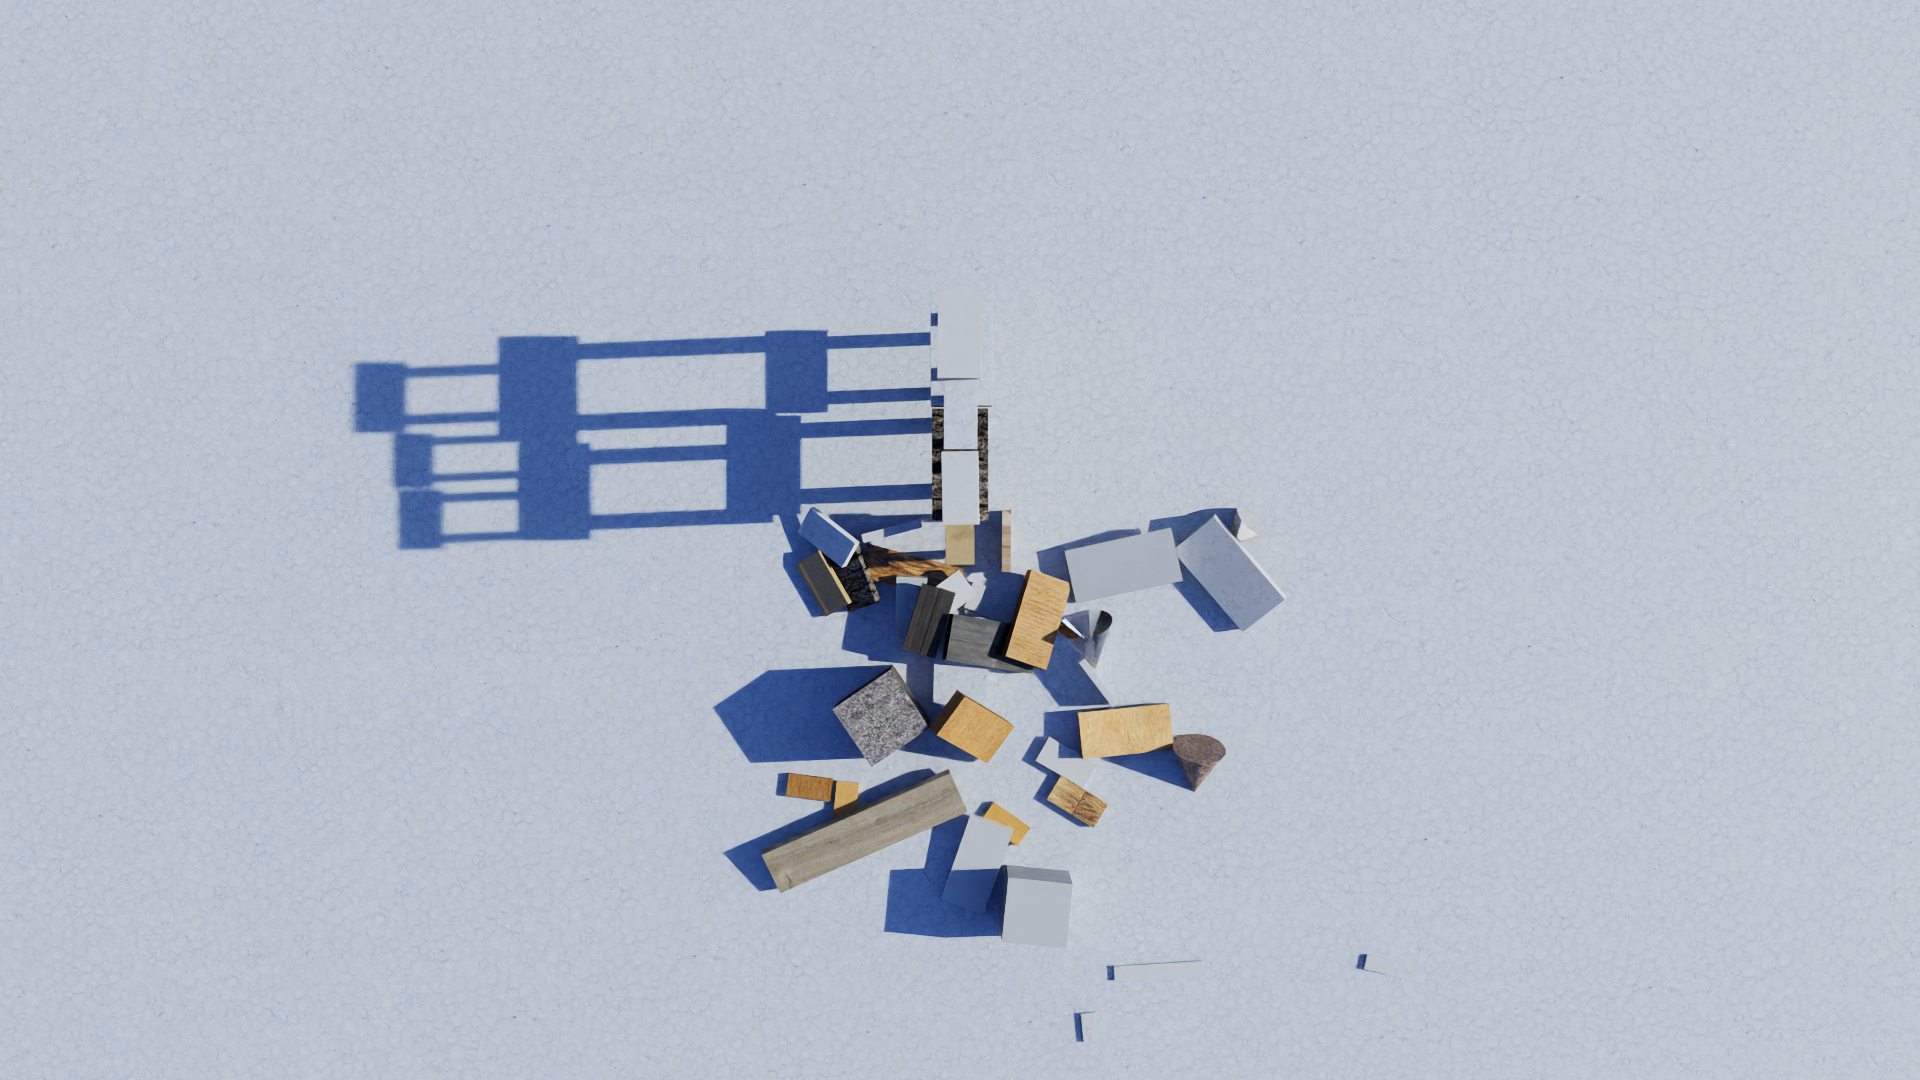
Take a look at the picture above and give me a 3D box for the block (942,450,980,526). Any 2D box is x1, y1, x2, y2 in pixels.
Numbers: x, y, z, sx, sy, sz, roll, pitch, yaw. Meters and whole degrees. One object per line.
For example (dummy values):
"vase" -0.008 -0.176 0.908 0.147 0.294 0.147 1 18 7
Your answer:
"block" 0.001 -0.143 4.538 0.101 0.029 0.202 -1 90 0

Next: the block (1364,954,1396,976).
"block" 1.396 1.414 5.493 0.096 0.014 0.048 13 90 0

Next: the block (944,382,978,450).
"block" 0.002 -0.340 4.524 0.091 0.026 0.183 0 90 0

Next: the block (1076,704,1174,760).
"block" 0.548 0.633 5.465 0.304 0.043 0.152 -6 86 -3

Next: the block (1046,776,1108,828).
"block" 0.390 0.869 5.487 0.183 0.026 0.091 32 90 0

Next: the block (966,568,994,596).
"block" 0.068 0.143 5.494 0.090 0.013 0.045 43 90 0

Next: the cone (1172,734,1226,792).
"cone" 0.784 0.763 5.461 0.175 0.175 0.175 2 117 0

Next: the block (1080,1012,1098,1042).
"block" 0.430 1.622 5.493 0.048 0.014 0.096 -6 90 0

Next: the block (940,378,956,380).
"block" -0.001 -0.476 4.602 0.118 0.236 0.033 0 90 0

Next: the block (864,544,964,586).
"block" -0.161 0.108 5.484 0.333 0.032 0.113 15 90 0

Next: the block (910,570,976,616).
"block" -0.057 0.197 5.429 0.202 0.029 0.101 -37 97 0

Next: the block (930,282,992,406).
"block" 0.004 -0.562 4.745 0.177 0.050 0.354 0 90 0

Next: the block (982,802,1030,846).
"block" 0.152 0.944 5.489 0.149 0.021 0.074 35 90 0

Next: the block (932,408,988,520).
"block" 0.000 -0.218 4.777 0.162 0.046 0.324 0 90 0

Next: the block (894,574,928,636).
"block" -0.162 0.220 5.464 0.101 0.029 0.203 3 101 2

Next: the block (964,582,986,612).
"block" 0.050 0.188 5.481 0.045 0.013 0.090 19 90 0

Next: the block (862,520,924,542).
"block" -0.223 -0.030 5.450 0.200 0.100 0.028 -15 90 0

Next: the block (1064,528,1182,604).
"block" 0.541 0.084 5.449 0.357 0.051 0.179 -13 90 8

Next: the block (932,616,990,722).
"block" 0.003 0.433 5.475 0.179 0.051 0.357 1 90 0

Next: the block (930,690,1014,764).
"block" 0.041 0.610 5.373 0.043 0.304 0.152 36 90 42

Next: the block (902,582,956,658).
"block" -0.103 0.264 5.402 0.113 0.032 0.226 17 94 -6

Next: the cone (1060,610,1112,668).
"cone" 0.433 0.353 5.460 0.179 0.179 0.179 -14 117 0

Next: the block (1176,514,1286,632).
"block" 0.889 0.110 5.447 0.179 0.051 0.357 -41 90 19

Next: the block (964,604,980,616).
"block" 0.035 0.206 5.494 0.045 0.013 0.090 -9 90 0

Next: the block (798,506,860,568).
"block" -0.435 -0.010 5.440 0.200 0.028 0.100 37 114 16

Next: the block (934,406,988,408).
"block" 0.003 -0.277 5.147 0.165 0.047 0.329 0 90 0

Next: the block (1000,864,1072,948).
"block" 0.248 1.197 5.396 0.208 0.208 0.208 6 90 0

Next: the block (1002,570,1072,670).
"block" 0.253 0.263 5.435 0.149 0.042 0.299 20 80 -17

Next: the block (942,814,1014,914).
"block" 0.057 1.073 5.467 0.149 0.042 0.299 19 94 1

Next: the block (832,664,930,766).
"block" -0.253 0.571 5.388 0.224 0.224 0.224 -34 90 0

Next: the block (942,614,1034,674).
"block" 0.102 0.341 5.429 0.304 0.043 0.152 10 87 -18

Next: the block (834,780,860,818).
"block" -0.380 0.879 5.489 0.074 0.021 0.149 6 90 0

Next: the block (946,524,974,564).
"block" 0.000 -0.013 5.303 0.092 0.026 0.184 0 90 0

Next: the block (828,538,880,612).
"block" -0.355 0.115 5.458 0.113 0.032 0.226 -21 90 29

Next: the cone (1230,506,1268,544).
"cone" 0.924 -0.016 5.470 0.133 0.133 0.133 42 117 0

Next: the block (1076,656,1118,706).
"block" 0.455 0.468 5.454 0.026 0.091 0.183 -37 90 0

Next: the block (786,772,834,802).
"block" -0.500 0.822 5.489 0.148 0.021 0.074 8 90 0

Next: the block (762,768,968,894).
"block" -0.316 0.964 5.462 0.676 0.042 0.149 -23 103 0

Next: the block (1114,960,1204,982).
"block" 0.661 1.434 5.493 0.296 0.014 0.048 -4 90 0

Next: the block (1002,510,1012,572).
"block" 0.152 0.003 5.449 0.029 0.101 0.203 0 90 0

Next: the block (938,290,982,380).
"block" -0.001 -0.556 4.468 0.118 0.033 0.236 0 90 0

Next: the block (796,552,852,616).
"block" -0.452 0.144 5.467 0.100 0.028 0.200 -30 90 24

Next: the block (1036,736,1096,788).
"block" 0.353 0.739 5.487 0.183 0.026 0.091 30 90 0
